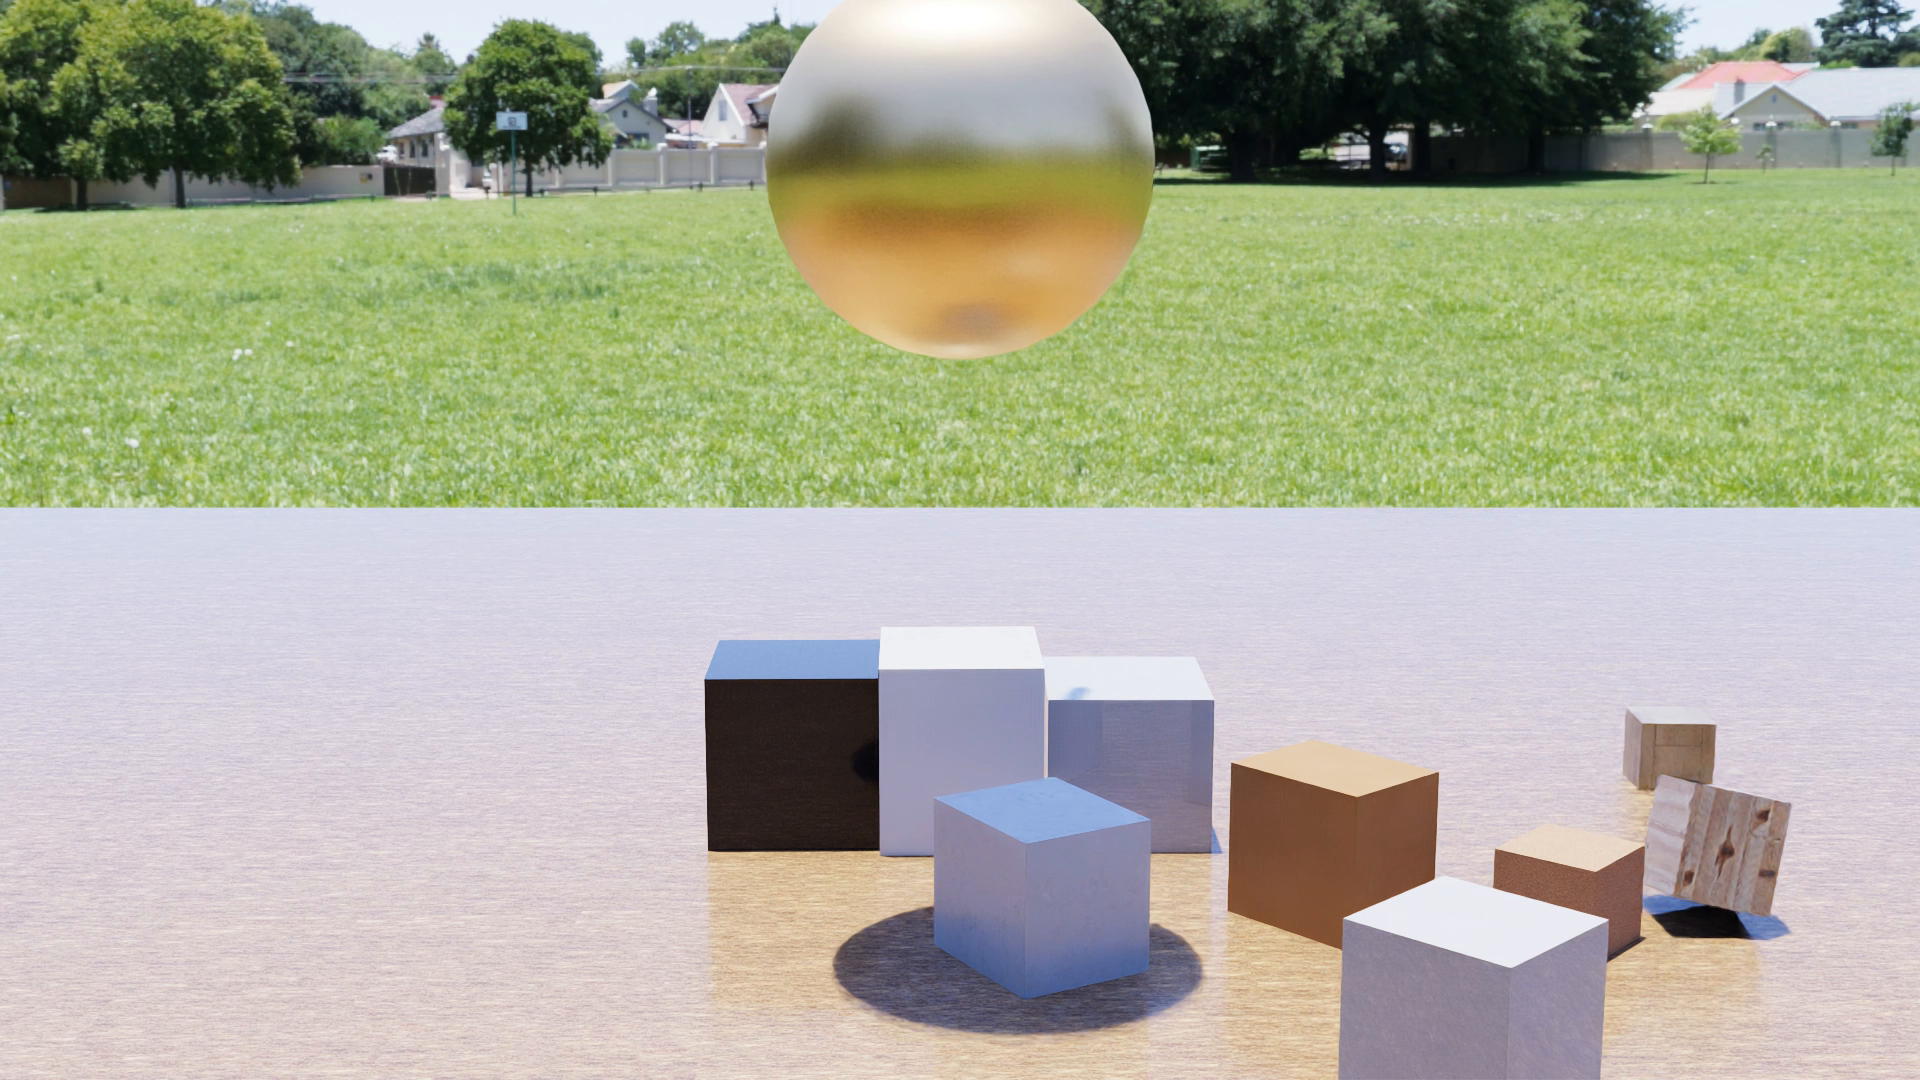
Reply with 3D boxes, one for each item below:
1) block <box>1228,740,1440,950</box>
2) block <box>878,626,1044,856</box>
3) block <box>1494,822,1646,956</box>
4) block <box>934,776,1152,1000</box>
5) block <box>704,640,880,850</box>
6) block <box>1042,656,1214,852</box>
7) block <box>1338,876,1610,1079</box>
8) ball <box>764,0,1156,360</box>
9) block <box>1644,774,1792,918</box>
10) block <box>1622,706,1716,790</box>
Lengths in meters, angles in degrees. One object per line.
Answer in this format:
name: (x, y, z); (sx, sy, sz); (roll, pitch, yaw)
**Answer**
block: (1.693, 1.376, 10.012); (0.585, 0.711, 0.722); (-9, 14, -41)
block: (-0.002, 1.015, 11.320); (0.814, 0.953, 0.947); (0, 10, -1)
block: (2.697, 1.565, 9.755); (0.474, 0.430, 0.493); (9, 14, 41)
block: (0.347, 1.485, 9.511); (0.629, 0.674, 0.746); (-6, 12, -30)
block: (-0.844, 1.043, 11.365); (0.857, 0.883, 0.865); (0, 10, -1)
block: (0.845, 1.092, 11.366); (0.820, 0.785, 0.919); (0, 10, 0)
block: (1.855, 1.729, 7.972); (0.686, 0.745, 0.662); (10, 14, 44)
ball: (0.000, -1.545, 9.021); (1.600, 1.600, 1.600); (0, 10, 0)
block: (3.433, 1.385, 10.031); (0.439, 0.516, 0.514); (12, -1, 0)
block: (3.920, 1.153, 12.163); (0.397, 0.380, 0.370); (1, 10, 4)
